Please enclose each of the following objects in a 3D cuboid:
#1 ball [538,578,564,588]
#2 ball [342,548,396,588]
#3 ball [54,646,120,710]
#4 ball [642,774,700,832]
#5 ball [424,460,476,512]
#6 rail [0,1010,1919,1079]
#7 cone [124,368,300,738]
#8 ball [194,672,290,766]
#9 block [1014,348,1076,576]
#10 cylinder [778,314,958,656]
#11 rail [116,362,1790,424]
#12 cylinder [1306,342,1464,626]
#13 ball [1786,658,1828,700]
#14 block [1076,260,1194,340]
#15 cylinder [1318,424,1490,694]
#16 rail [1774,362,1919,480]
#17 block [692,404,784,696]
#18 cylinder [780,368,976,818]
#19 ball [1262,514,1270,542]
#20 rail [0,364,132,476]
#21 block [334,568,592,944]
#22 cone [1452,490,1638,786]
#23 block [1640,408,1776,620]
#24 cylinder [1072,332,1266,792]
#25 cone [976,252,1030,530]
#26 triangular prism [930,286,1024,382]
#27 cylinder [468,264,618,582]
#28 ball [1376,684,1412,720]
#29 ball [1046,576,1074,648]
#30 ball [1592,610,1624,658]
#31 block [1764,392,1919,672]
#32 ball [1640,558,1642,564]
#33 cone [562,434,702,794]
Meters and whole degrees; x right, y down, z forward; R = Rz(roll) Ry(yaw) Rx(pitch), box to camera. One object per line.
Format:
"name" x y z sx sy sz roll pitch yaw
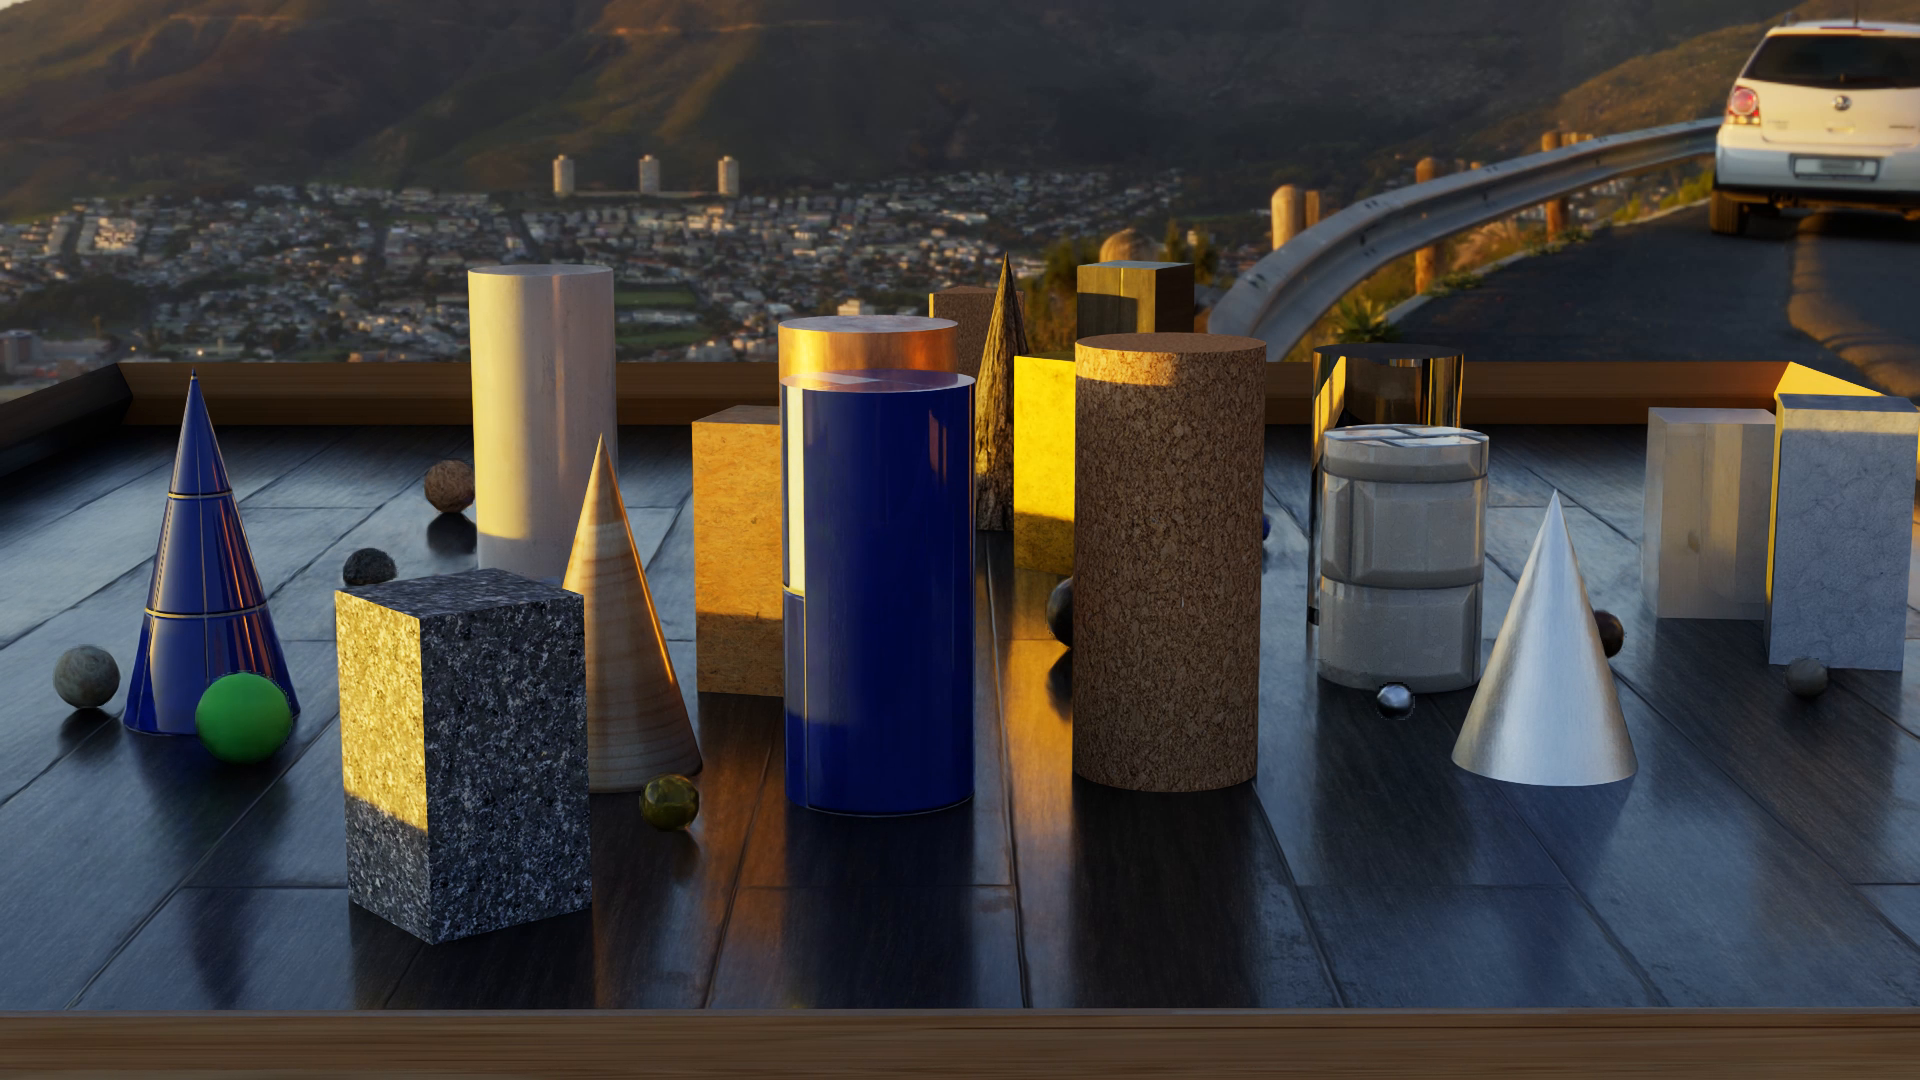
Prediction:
"ball" -0.539 0.082 3.360 0.064 0.064 0.064 0 11 0
"ball" -0.811 0.046 3.527 0.072 0.072 0.072 0 11 0
"ball" -0.997 0.157 2.931 0.072 0.072 0.072 0 11 0
"ball" -0.278 0.252 2.465 0.055 0.055 0.055 0 11 0
"ball" -0.835 -0.088 4.209 0.088 0.088 0.088 0 11 0
"rail" 0.010 0.360 1.682 3.414 0.126 0.045 0 11 0
"cone" -0.847 0.003 2.870 0.194 0.397 0.194 0 11 0
"ball" -0.753 0.188 2.696 0.097 0.097 0.097 0 11 0
"block" 0.188 -0.115 3.744 0.155 0.310 0.155 9 14 40
"cylinder" -0.099 -0.013 2.815 0.194 0.449 0.194 0 11 0
"rail" -0.010 -0.296 5.216 3.414 0.126 0.045 0 11 0
"cylinder" 0.557 -0.070 3.373 0.194 0.358 0.194 0 11 0
"ball" 0.983 0.161 2.977 0.047 0.047 0.047 0 11 0
"block" 0.315 -0.308 4.613 0.155 0.373 0.155 6 12 31
"cylinder" 0.530 0.019 3.075 0.194 0.291 0.194 0 11 0
"rail" 1.683 0.031 3.459 0.045 0.126 3.641 0 11 0
"block" -0.214 0.011 3.042 0.155 0.319 0.155 3 11 15
"cylinder" -0.081 0.048 2.570 0.194 0.418 0.194 0 11 0
"ball" 0.452 -0.018 3.936 0.049 0.049 0.049 0 11 0
"rail" -1.683 0.034 3.440 0.045 0.126 3.641 0 11 0
"block" -0.431 0.182 2.230 0.155 0.279 0.155 -8 13 -38
"cone" 0.618 0.090 2.689 0.194 0.293 0.194 0 11 0
"block" 1.014 -0.038 3.462 0.155 0.262 0.155 1 11 6
"cylinder" 0.215 0.018 2.653 0.194 0.447 0.194 0 11 0
"cone" 0.074 -0.246 4.111 0.194 0.434 0.194 0 11 0
"triangular prism" 0.018 -0.287 4.618 0.168 0.328 0.145 -2 11 -10
"cylinder" -0.565 -0.142 3.497 0.194 0.453 0.194 0 11 0
"ball" 0.488 0.182 2.884 0.040 0.040 0.040 0 11 0
"ball" 0.156 0.091 3.224 0.095 0.095 0.095 0 11 0
"ball" 0.787 0.118 3.166 0.064 0.064 0.064 0 11 0
"block" 1.089 -0.013 3.180 0.155 0.316 0.155 3 11 14
"ball" 0.996 0.032 3.642 0.059 0.059 0.059 0 11 0
"cone" -0.367 0.064 2.657 0.194 0.355 0.194 0 11 0
